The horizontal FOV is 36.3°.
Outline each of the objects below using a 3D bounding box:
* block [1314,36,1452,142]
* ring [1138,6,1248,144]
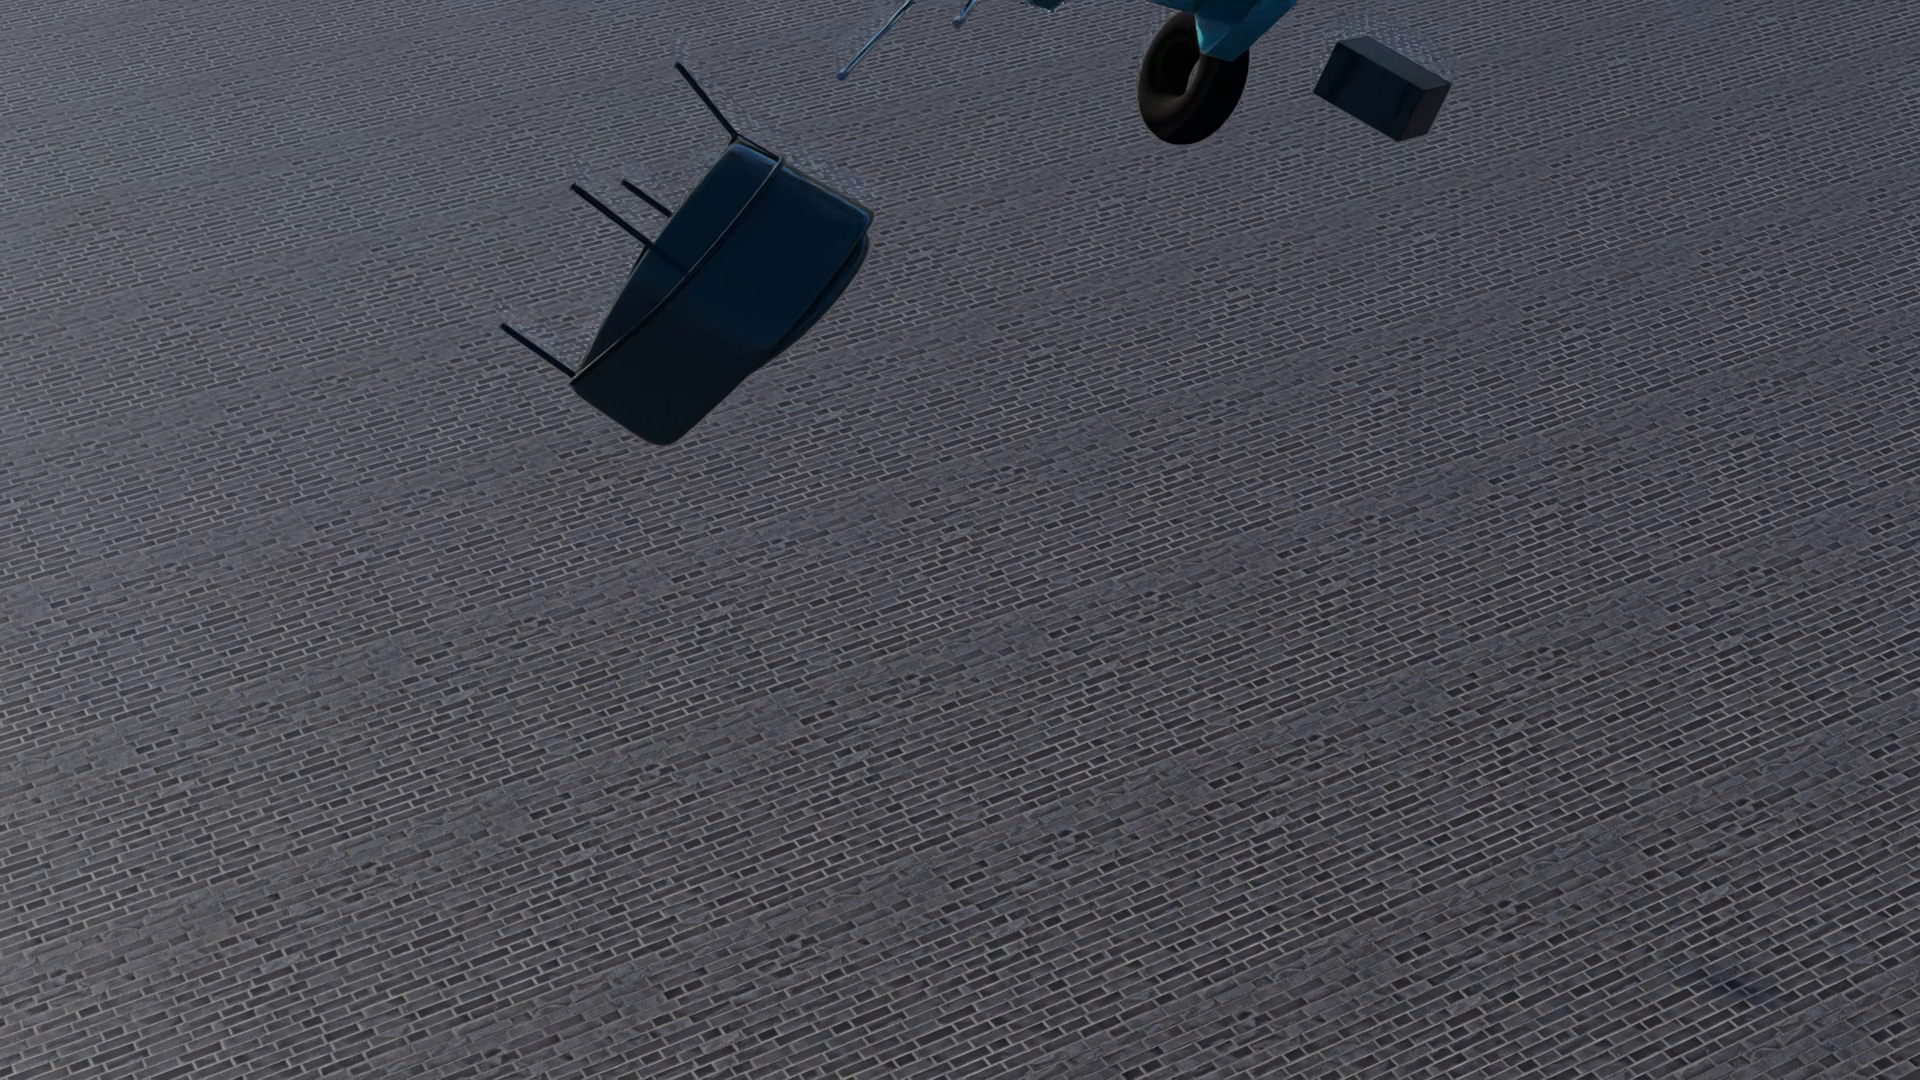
[{"bbox_3d":[1.251,-1.337,8.678,0.301,0.169,0.238,34,27,19],"label":"block"},{"bbox_3d":[0.751,-1.501,9.453,0.159,0.463,0.459,15,16,-34],"label":"ring"}]
